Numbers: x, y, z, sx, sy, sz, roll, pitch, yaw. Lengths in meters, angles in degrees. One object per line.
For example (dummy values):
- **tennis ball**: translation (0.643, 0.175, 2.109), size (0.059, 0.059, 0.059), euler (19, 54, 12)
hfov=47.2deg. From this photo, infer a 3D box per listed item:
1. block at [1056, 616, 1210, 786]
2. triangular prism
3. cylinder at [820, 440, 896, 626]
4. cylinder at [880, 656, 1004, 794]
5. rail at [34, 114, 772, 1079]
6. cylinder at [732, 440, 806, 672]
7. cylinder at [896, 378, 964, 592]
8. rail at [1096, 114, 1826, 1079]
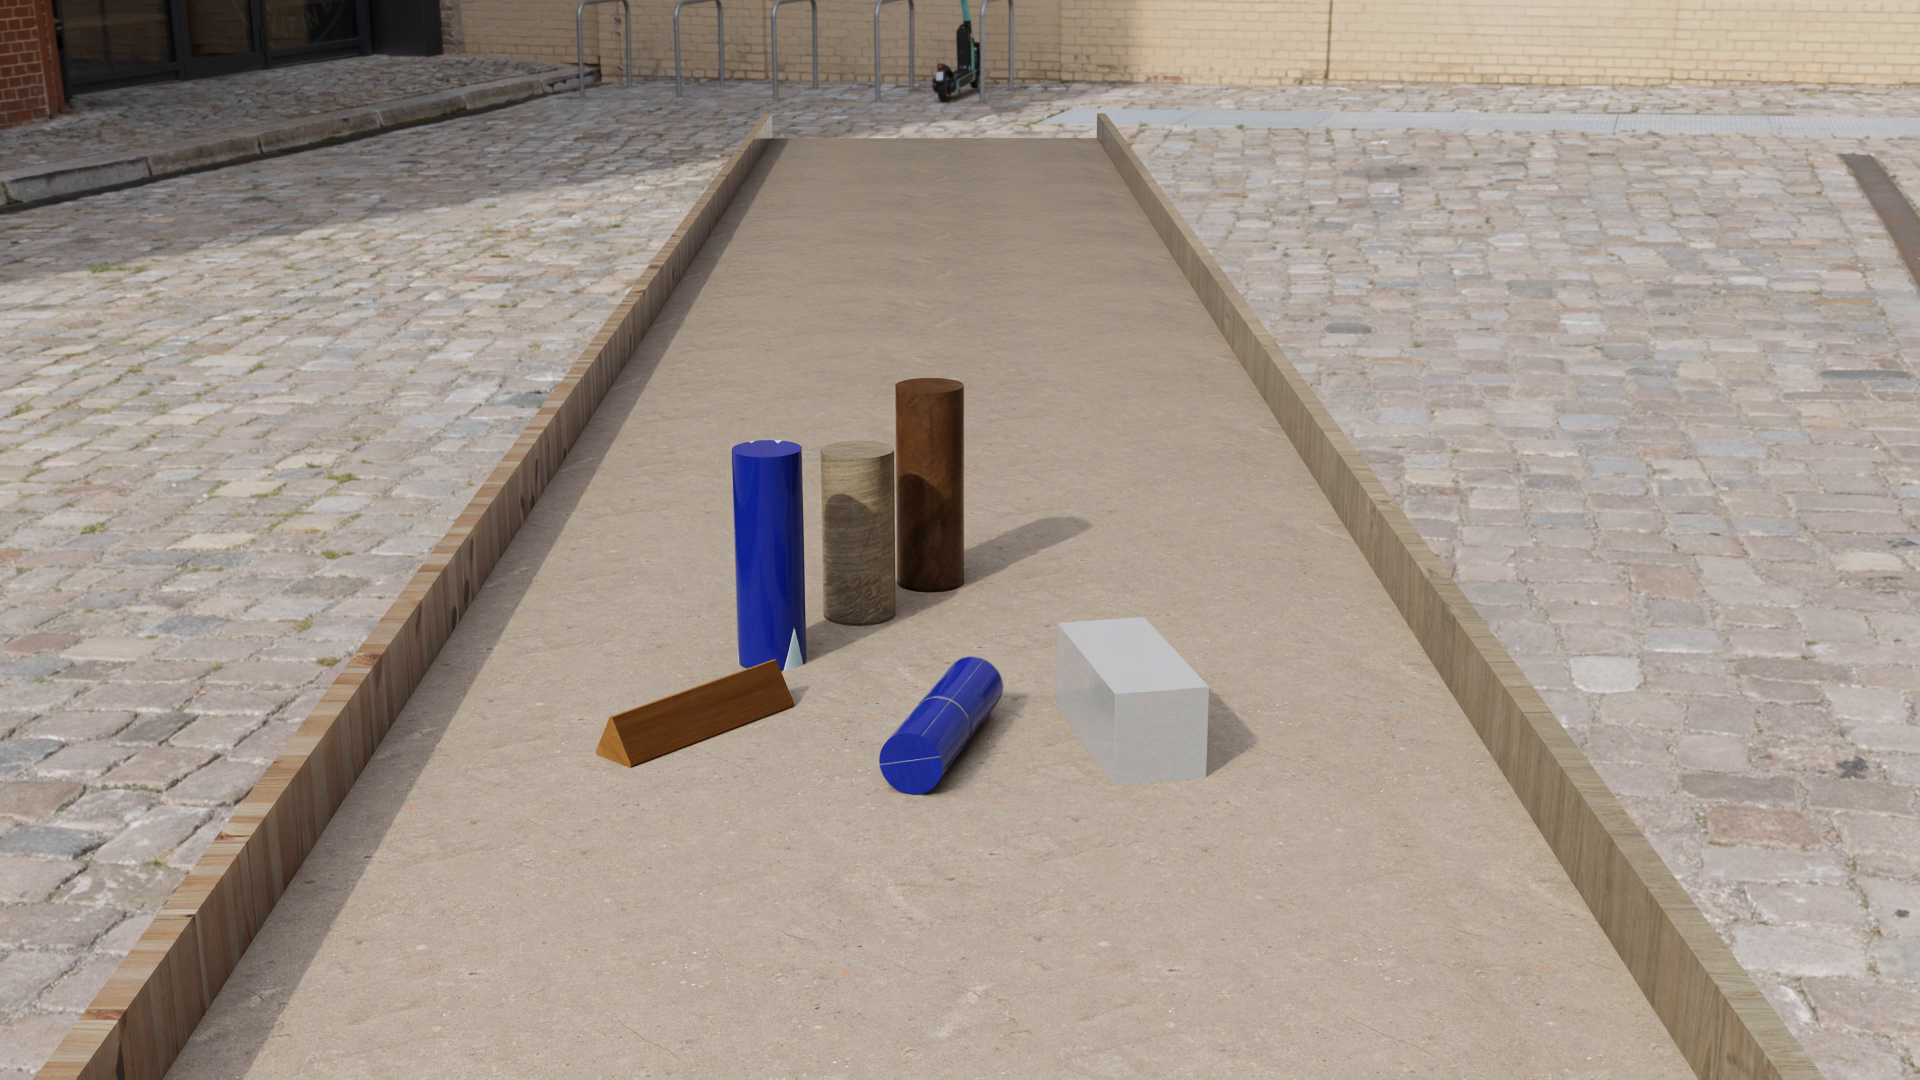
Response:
- **block**: translation (0.306, 0.285, 3.974), size (0.168, 0.168, 0.386), euler (-4, 17, -12)
- **triangular prism**: translation (-0.483, 0.308, 4.037), size (0.095, 0.083, 0.402), euler (14, 21, 40)
- **cylinder**: translation (-0.214, -0.015, 4.640), size (0.154, 0.363, 0.154), euler (0, 17, 0)
- **cylinder**: translation (-0.029, 0.326, 3.932), size (0.112, 0.112, 0.403), euler (5, 17, 15)
- **rail**: translation (-1.118, -0.838, 7.780), size (0.050, 0.150, 12.000), euler (0, 17, -1)
- **cylinder**: translation (-0.377, 0.031, 4.352), size (0.137, 0.438, 0.137), euler (0, 17, 0)
- **cylinder**: translation (-0.066, -0.121, 4.846), size (0.151, 0.449, 0.151), euler (0, 17, 0)
- **rail**: translation (0.932, -0.844, 7.801), size (0.050, 0.150, 12.000), euler (0, 17, -1)
